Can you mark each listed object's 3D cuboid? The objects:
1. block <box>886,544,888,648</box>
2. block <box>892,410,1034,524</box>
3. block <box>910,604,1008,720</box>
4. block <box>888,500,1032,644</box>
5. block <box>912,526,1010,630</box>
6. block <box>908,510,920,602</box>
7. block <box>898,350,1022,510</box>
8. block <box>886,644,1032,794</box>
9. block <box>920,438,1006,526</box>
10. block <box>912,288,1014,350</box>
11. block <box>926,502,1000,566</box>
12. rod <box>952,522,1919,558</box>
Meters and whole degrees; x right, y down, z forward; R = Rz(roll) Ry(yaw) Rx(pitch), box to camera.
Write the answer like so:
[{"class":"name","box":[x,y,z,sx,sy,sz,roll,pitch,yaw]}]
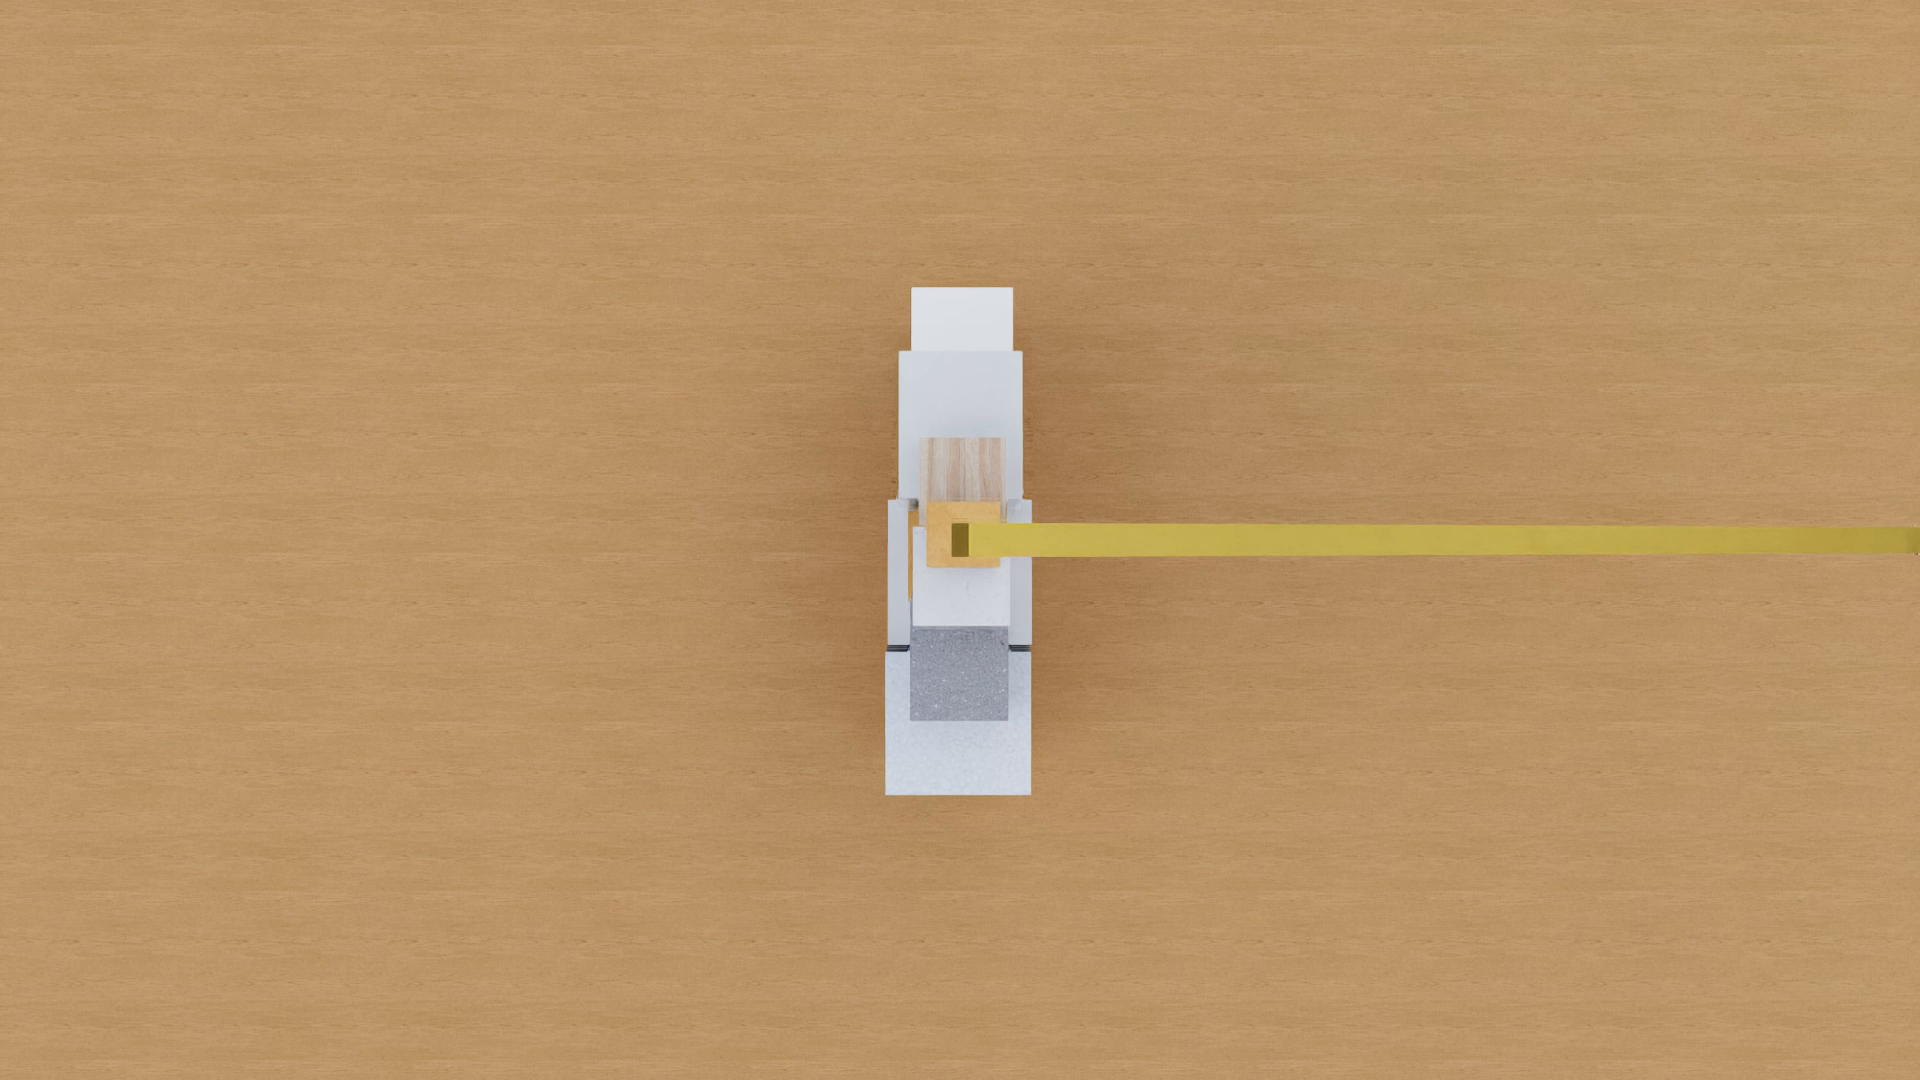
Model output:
[{"class":"block","box":[-0.015,0.384,12.575,0.781,0.850,0.720,0,90,0]},{"class":"block","box":[0.012,-0.359,12.644,0.794,0.711,0.745,0,90,0]},{"class":"block","box":[-0.004,0.615,11.080,0.484,0.563,0.568,0,87,0]},{"class":"block","box":[0.000,0.168,11.784,0.746,0.733,0.751,0,90,0]},{"class":"block","box":[0.008,0.190,10.579,0.456,0.485,0.469,0,85,0]},{"class":"block","box":[-0.013,0.082,11.213,0.496,0.410,0.455,0,90,0]},{"class":"block","box":[0.003,-0.545,11.138,0.608,0.612,0.732,0,85,0]},{"class":"block","box":[-0.009,0.937,11.766,0.753,0.781,0.743,0,92,0]},{"class":"block","box":[0.012,-0.282,10.568,0.406,0.465,0.411,0,92,0]},{"class":"block","box":[0.012,-1.030,12.065,0.544,0.530,0.586,0,82,0]},{"class":"block","box":[0.016,-0.027,10.158,0.333,0.364,0.296,0,90,0]},{"class":"rod","box":[2.234,0.000,6.505,5.200,0.080,0.080,0,90,-31]}]
